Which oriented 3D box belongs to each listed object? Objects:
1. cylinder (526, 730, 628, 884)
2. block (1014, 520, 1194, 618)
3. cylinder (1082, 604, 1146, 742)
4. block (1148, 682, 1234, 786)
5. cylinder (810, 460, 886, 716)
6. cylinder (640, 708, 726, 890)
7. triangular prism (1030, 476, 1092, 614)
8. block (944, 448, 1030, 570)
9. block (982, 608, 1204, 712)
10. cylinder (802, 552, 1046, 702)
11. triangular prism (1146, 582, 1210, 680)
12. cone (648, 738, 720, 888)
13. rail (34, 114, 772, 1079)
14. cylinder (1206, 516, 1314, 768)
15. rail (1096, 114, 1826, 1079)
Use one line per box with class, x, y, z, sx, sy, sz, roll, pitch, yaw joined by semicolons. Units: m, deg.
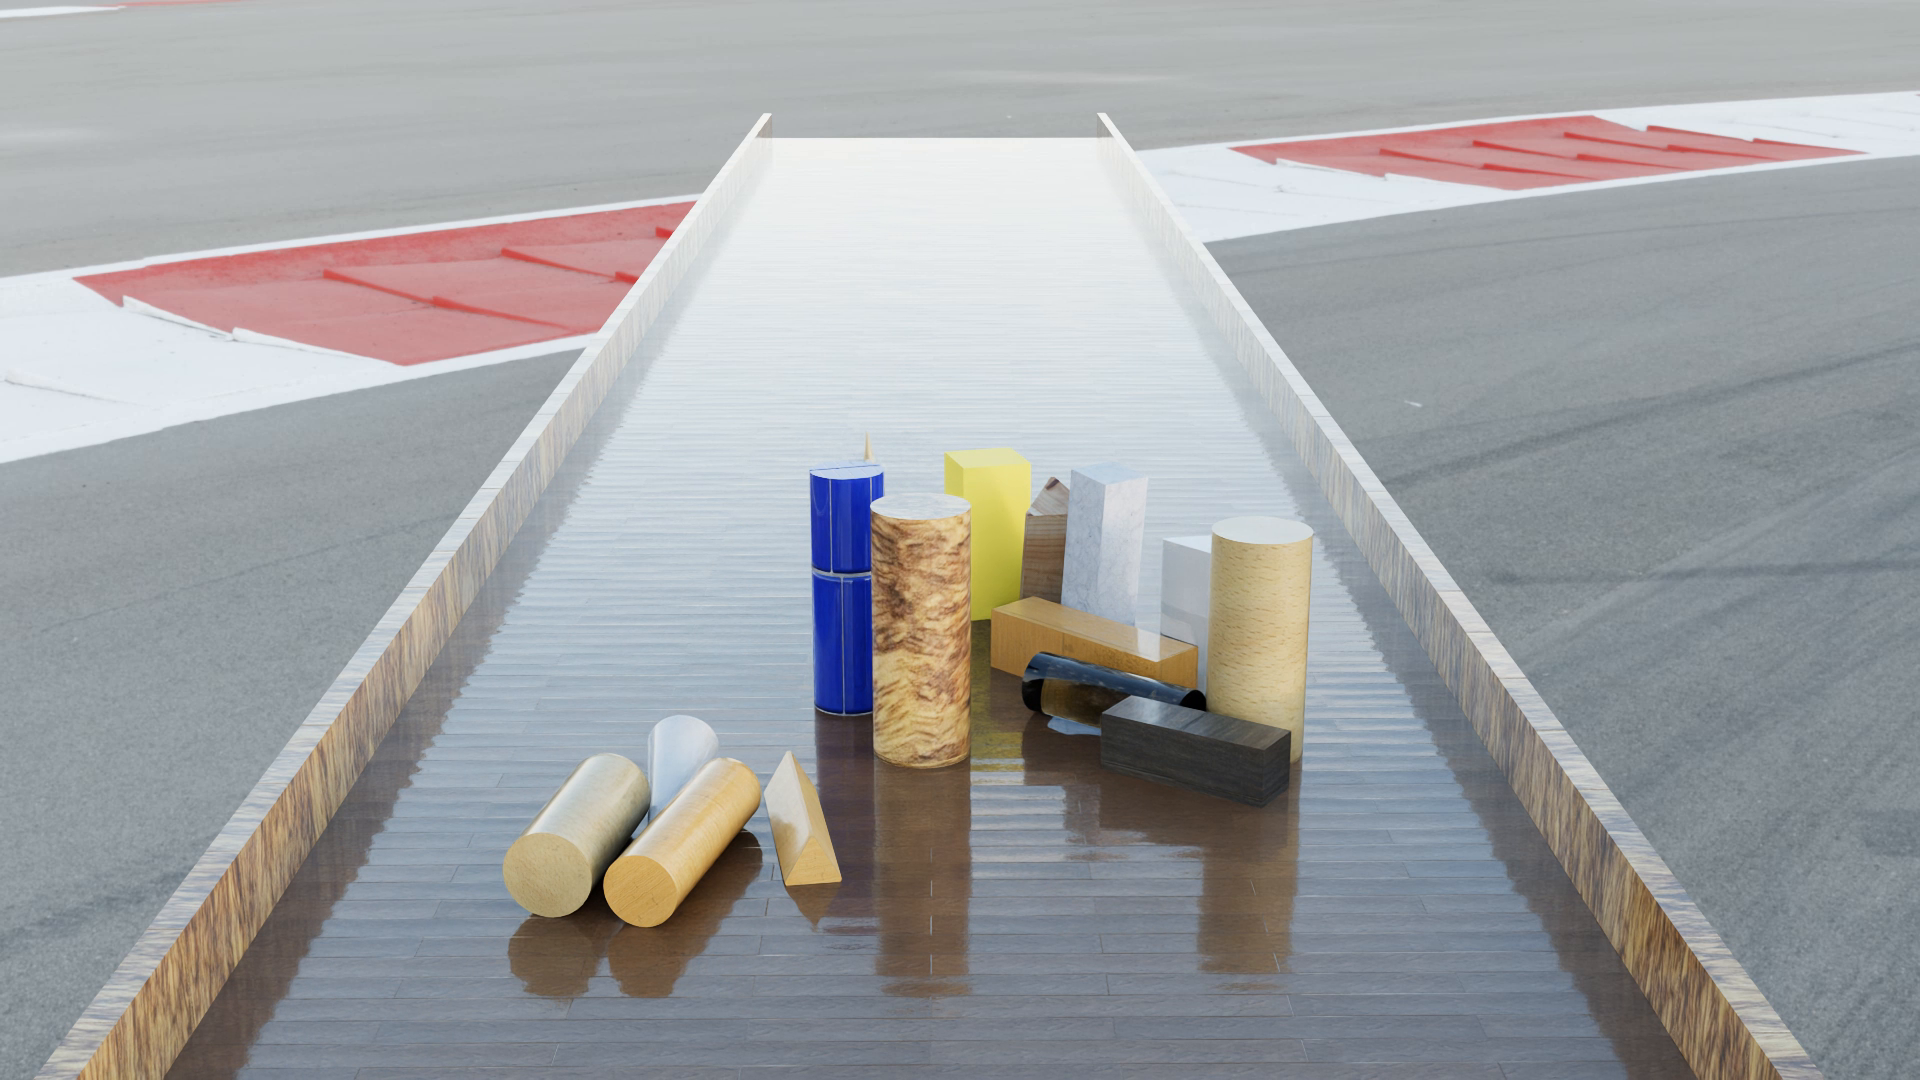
cylinder;-0.595;0.458;3.446;0.139;0.318;0.139;1;41;-1
block;0.282;0.048;4.374;0.107;0.107;0.386;-15;23;-42
cylinder;0.281;0.295;4.035;0.115;0.334;0.115;0;17;0
block;0.407;0.365;3.814;0.106;0.106;0.312;-14;-28;6
cylinder;-0.208;0.090;4.120;0.139;0.458;0.139;0;17;0
cylinder;-0.429;0.468;3.450;0.117;0.391;0.117;-3;11;1
triangular prism;0.183;0.037;4.533;0.135;0.317;0.117;-6;18;-20
block;0.058;-0.014;4.686;0.147;0.334;0.147;-5;17;-15
block;0.255;0.226;4.256;0.431;0.120;0.120;11;20;32
cylinder;-0.069;0.159;3.892;0.176;0.176;0.456;-17;-2;-45
triangular prism;0.462;0.134;4.168;0.138;0.119;0.308;20;25;18
cone;-0.481;0.451;3.603;0.124;0.124;0.450;0;24;1
rail;-1.118;-0.838;7.780;0.050;0.150;12.000;0;17;-1
cylinder;0.528;0.180;3.897;0.176;0.413;0.176;0;17;0
rail;0.932;-0.844;7.801;0.050;0.150;12.000;0;17;-1
